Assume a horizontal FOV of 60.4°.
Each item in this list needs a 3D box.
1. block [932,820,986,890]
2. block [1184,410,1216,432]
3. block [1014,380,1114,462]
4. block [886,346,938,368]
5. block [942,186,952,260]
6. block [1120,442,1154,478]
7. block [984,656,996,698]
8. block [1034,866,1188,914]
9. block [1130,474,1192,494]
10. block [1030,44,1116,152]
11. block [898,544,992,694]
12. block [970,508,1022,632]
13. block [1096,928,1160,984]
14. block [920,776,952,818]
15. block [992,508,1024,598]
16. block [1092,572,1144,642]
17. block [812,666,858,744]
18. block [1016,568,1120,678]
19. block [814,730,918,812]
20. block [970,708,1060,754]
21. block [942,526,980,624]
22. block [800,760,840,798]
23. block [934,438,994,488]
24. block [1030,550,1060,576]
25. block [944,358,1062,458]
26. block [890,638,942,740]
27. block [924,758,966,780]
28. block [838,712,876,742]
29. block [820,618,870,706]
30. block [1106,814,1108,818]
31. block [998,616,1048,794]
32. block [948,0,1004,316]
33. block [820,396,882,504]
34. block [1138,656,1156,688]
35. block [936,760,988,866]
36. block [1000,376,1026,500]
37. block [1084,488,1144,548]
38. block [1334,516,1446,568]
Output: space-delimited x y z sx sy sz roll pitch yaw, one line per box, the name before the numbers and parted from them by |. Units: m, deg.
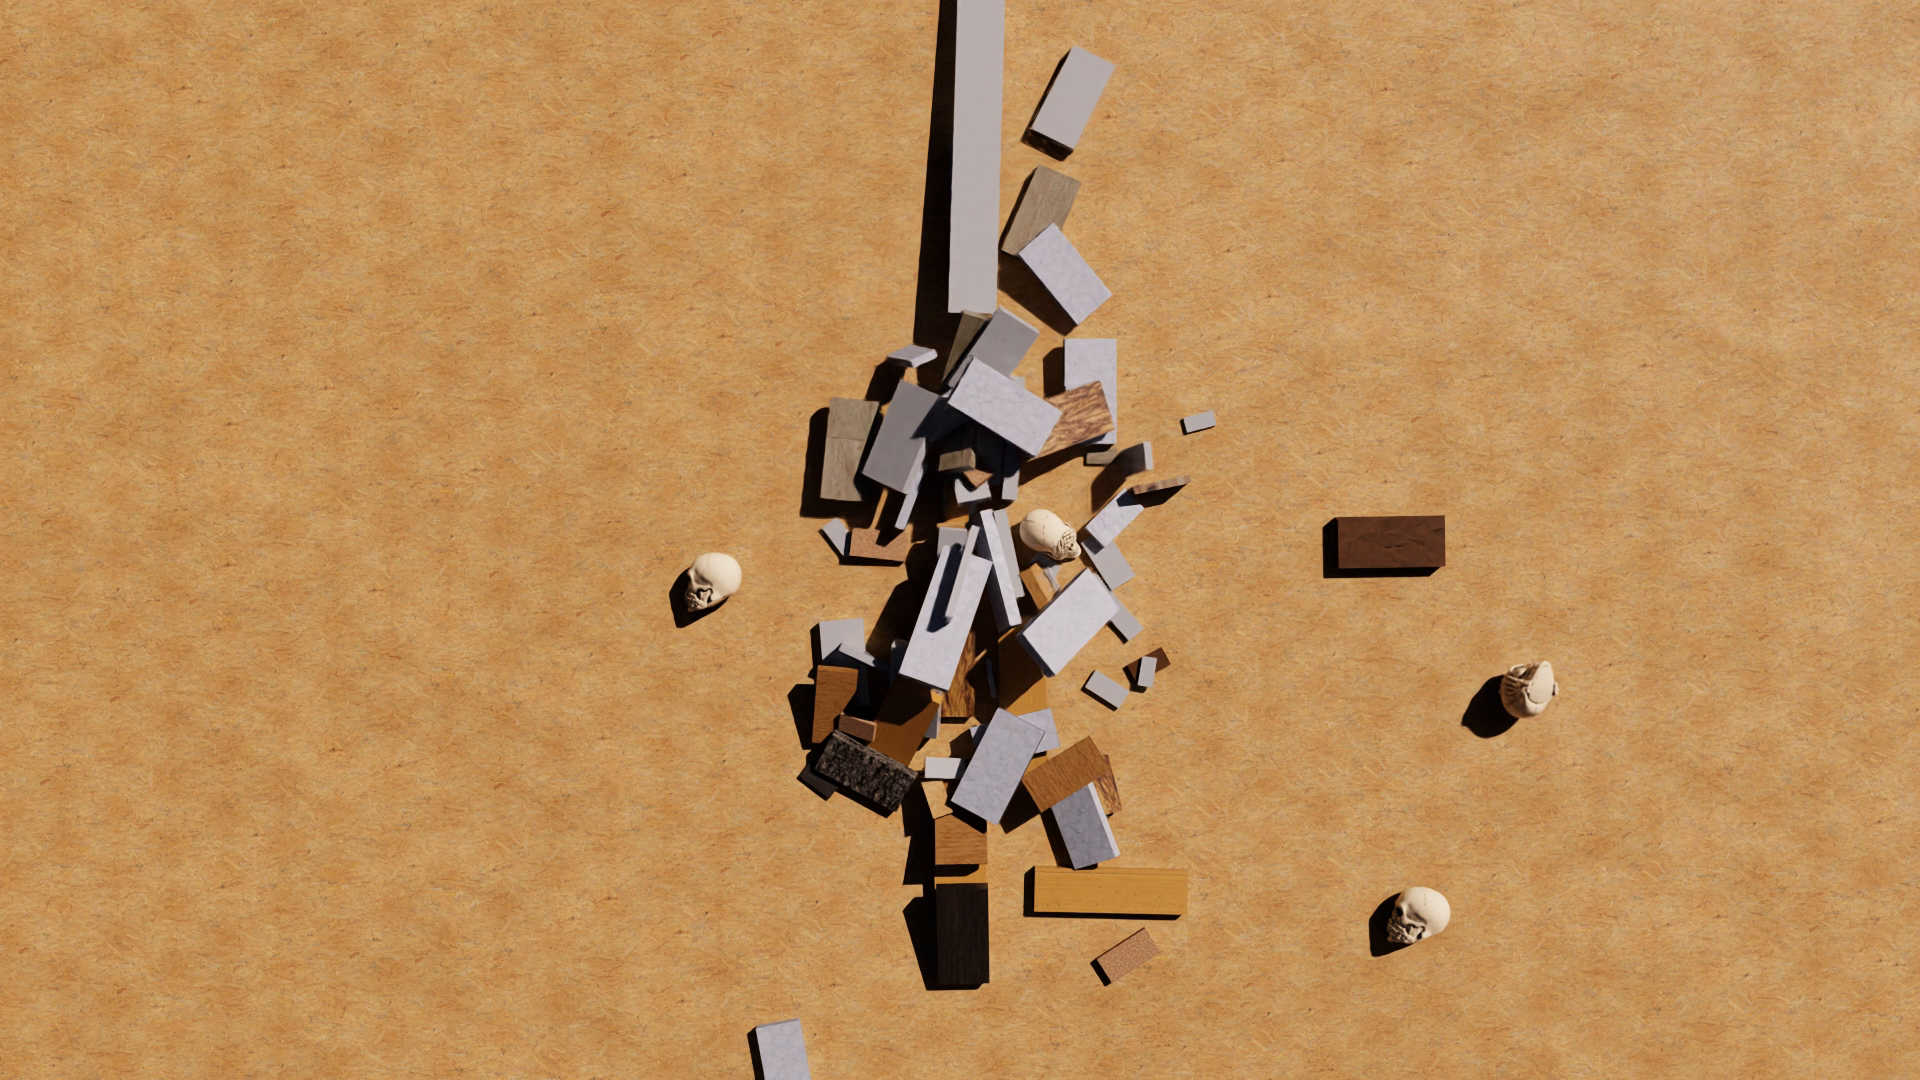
block | 0.000 1.099 5.476 0.170 0.048 0.340 -2 90 0
block | 0.798 -0.394 5.493 0.101 0.014 0.050 -15 90 0
block | 0.325 -0.385 5.352 0.340 0.048 0.170 -21 99 -21
block | -0.158 -0.601 5.398 0.093 0.186 0.026 -27 112 -21
block | 0.000 -1.057 5.483 0.120 0.034 0.239 -1 90 0
block | 0.578 -0.262 5.407 0.026 0.182 0.091 -4 86 -20
block | 0.102 0.454 5.467 0.018 0.065 0.131 -9 90 0
block | 0.500 1.163 5.479 0.507 0.041 0.145 1 90 0
block | 0.663 -0.182 5.453 0.190 0.095 0.027 -12 90 0
block | 0.376 -1.466 5.478 0.156 0.044 0.312 27 90 0
block | -0.046 0.250 5.271 0.167 0.047 0.445 20 73 -1
block | 0.115 0.102 5.398 0.041 0.145 0.386 -12 82 -16
block | 0.560 1.381 5.487 0.190 0.027 0.095 -33 90 0
block | -0.078 0.838 5.416 0.067 0.019 0.140 -19 77 -4
block | 0.155 0.045 5.426 0.041 0.145 0.291 -12 90 -3
block | 0.504 0.220 5.491 0.065 0.018 0.251 -41 90 0
block | -0.412 0.546 5.435 0.131 0.037 0.263 5 109 -3
block | 0.351 0.265 5.333 0.346 0.049 0.173 -43 99 -29
block | -0.310 0.761 5.445 0.307 0.043 0.153 28 118 0
block | 0.181 0.647 5.412 0.272 0.037 0.131 -15 85 9
block | 0.002 0.109 5.243 0.026 0.091 0.307 17 74 -2
block | -0.465 0.797 5.491 0.125 0.018 0.063 37 90 0
block | -0.001 -0.282 5.371 0.079 0.022 0.257 -37 71 -15
block | 0.285 0.082 5.493 0.097 0.014 0.049 38 90 0
block | 0.139 -0.419 5.228 0.334 0.047 0.167 31 88 -12
block | -0.144 0.487 5.381 0.167 0.047 0.334 10 121 10
block | -0.050 0.750 5.420 0.134 0.019 0.067 4 76 -14
block | -0.336 0.612 5.403 0.125 0.018 0.063 17 116 17
block | -0.382 0.409 5.479 0.145 0.041 0.290 -4 90 0
block | 0.417 0.845 5.487 0.095 0.027 0.190 -20 90 0
block | 0.209 0.541 5.453 0.153 0.043 0.584 -1 87 10
block | 0.062 -1.495 5.430 0.156 0.044 1.522 2 86 0
block | -0.361 -0.296 5.442 0.167 0.047 0.334 6 90 -4
block | 0.621 0.437 5.475 0.049 0.014 0.097 9 90 0
block | 0.003 0.896 5.435 0.170 0.048 0.340 -1 76 0
block | 0.172 -0.330 5.413 0.049 0.173 0.398 4 90 -1
block | 0.510 -0.072 5.468 0.190 0.027 0.095 -44 90 -11
block | 1.427 0.006 5.476 0.354 0.048 0.170 -1 90 0
